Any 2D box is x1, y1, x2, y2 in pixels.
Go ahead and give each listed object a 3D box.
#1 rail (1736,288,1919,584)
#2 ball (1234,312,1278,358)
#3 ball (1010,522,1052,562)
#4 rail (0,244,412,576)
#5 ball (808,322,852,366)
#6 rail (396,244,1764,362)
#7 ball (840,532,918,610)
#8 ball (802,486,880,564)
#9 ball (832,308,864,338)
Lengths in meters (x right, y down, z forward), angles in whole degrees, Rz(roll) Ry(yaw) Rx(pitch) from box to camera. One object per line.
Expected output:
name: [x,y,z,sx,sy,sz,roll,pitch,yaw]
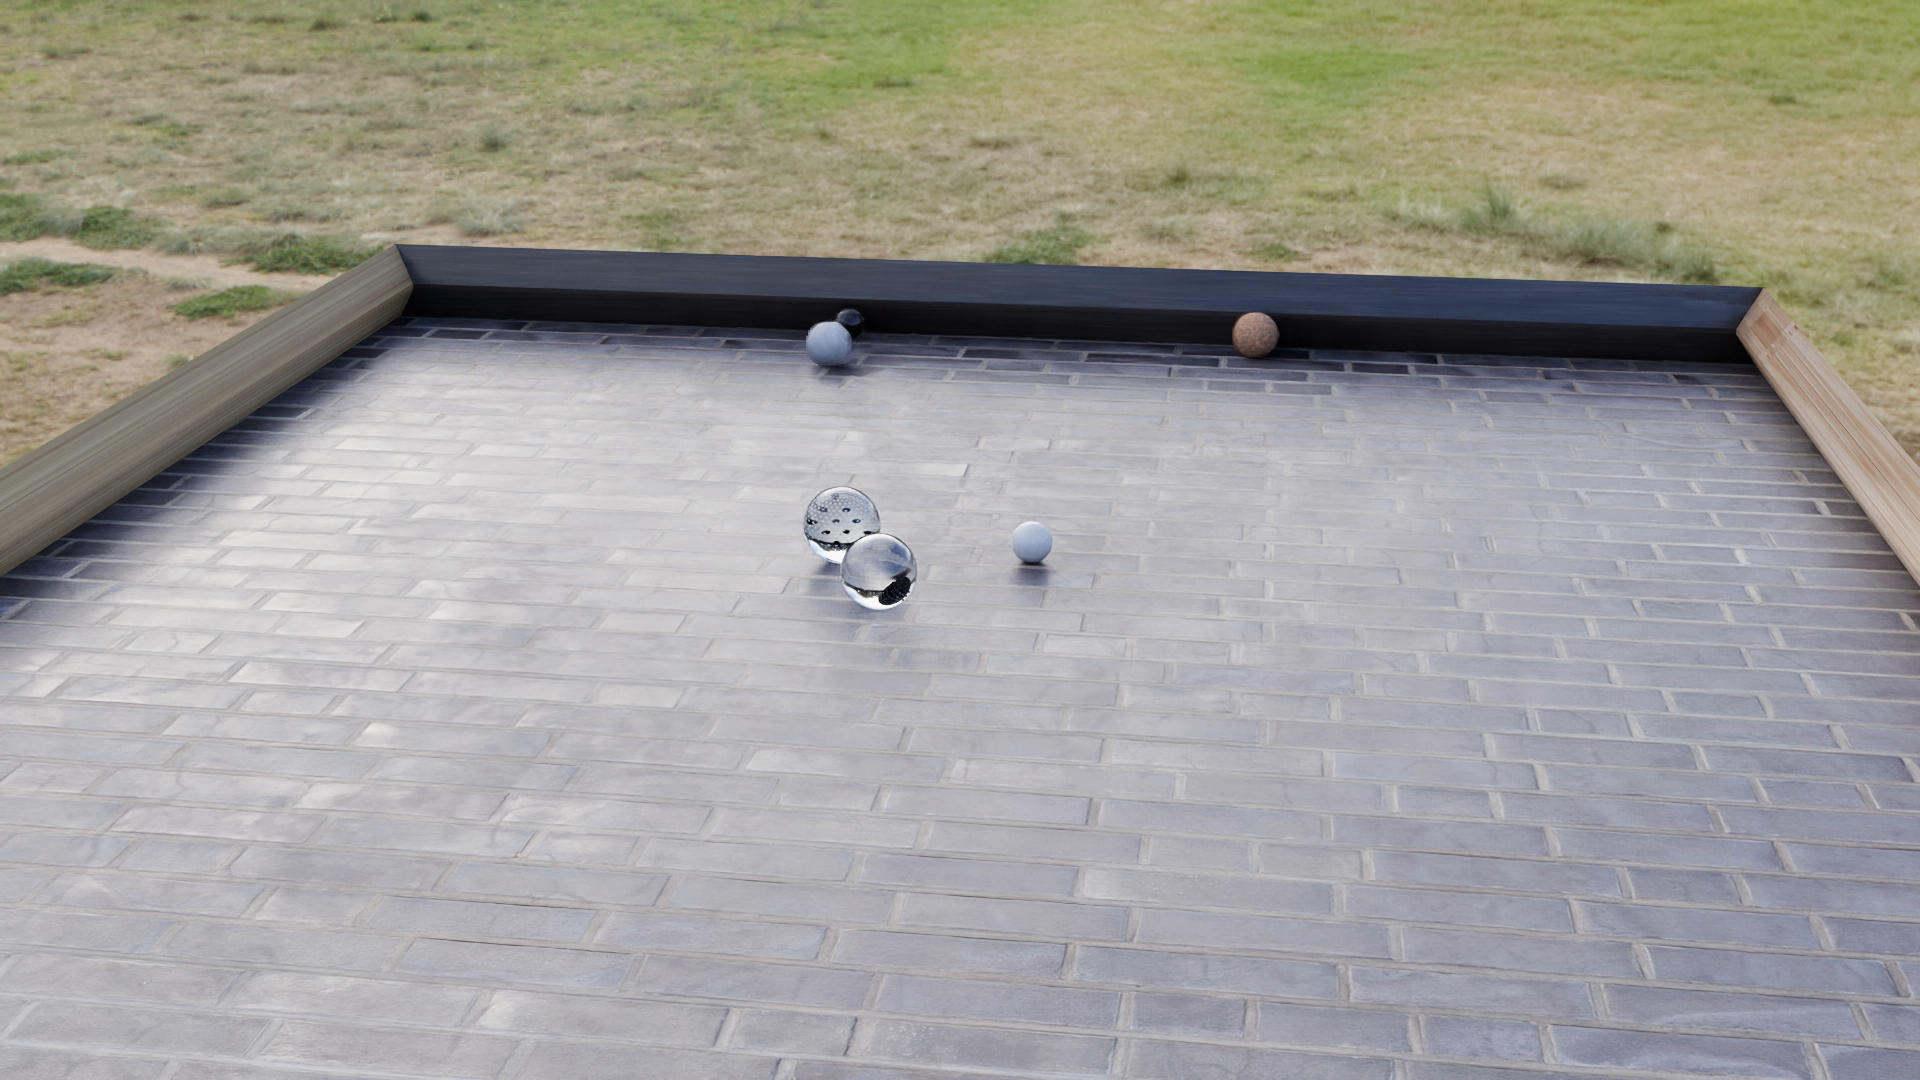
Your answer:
rail: [0.957,0.404,1.489,0.045,0.124,4.407,3,20,7]
ball: [0.482,-0.334,3.578,0.074,0.074,0.074,0,20,0]
ball: [0.088,0.002,2.694,0.051,0.051,0.051,0,20,0]
rail: [-1.263,0.297,1.781,0.045,0.124,4.407,3,20,7]
ball: [-0.209,-0.316,3.535,0.071,0.071,0.071,0,20,0]
rail: [0.150,-0.392,3.662,2.289,0.124,0.045,3,20,7]
ball: [-0.094,0.037,2.544,0.090,0.090,0.090,0,20,0]
ball: [-0.144,-0.018,2.686,0.095,0.095,0.095,0,20,0]
ball: [-0.187,-0.363,3.688,0.054,0.054,0.054,0,20,0]
